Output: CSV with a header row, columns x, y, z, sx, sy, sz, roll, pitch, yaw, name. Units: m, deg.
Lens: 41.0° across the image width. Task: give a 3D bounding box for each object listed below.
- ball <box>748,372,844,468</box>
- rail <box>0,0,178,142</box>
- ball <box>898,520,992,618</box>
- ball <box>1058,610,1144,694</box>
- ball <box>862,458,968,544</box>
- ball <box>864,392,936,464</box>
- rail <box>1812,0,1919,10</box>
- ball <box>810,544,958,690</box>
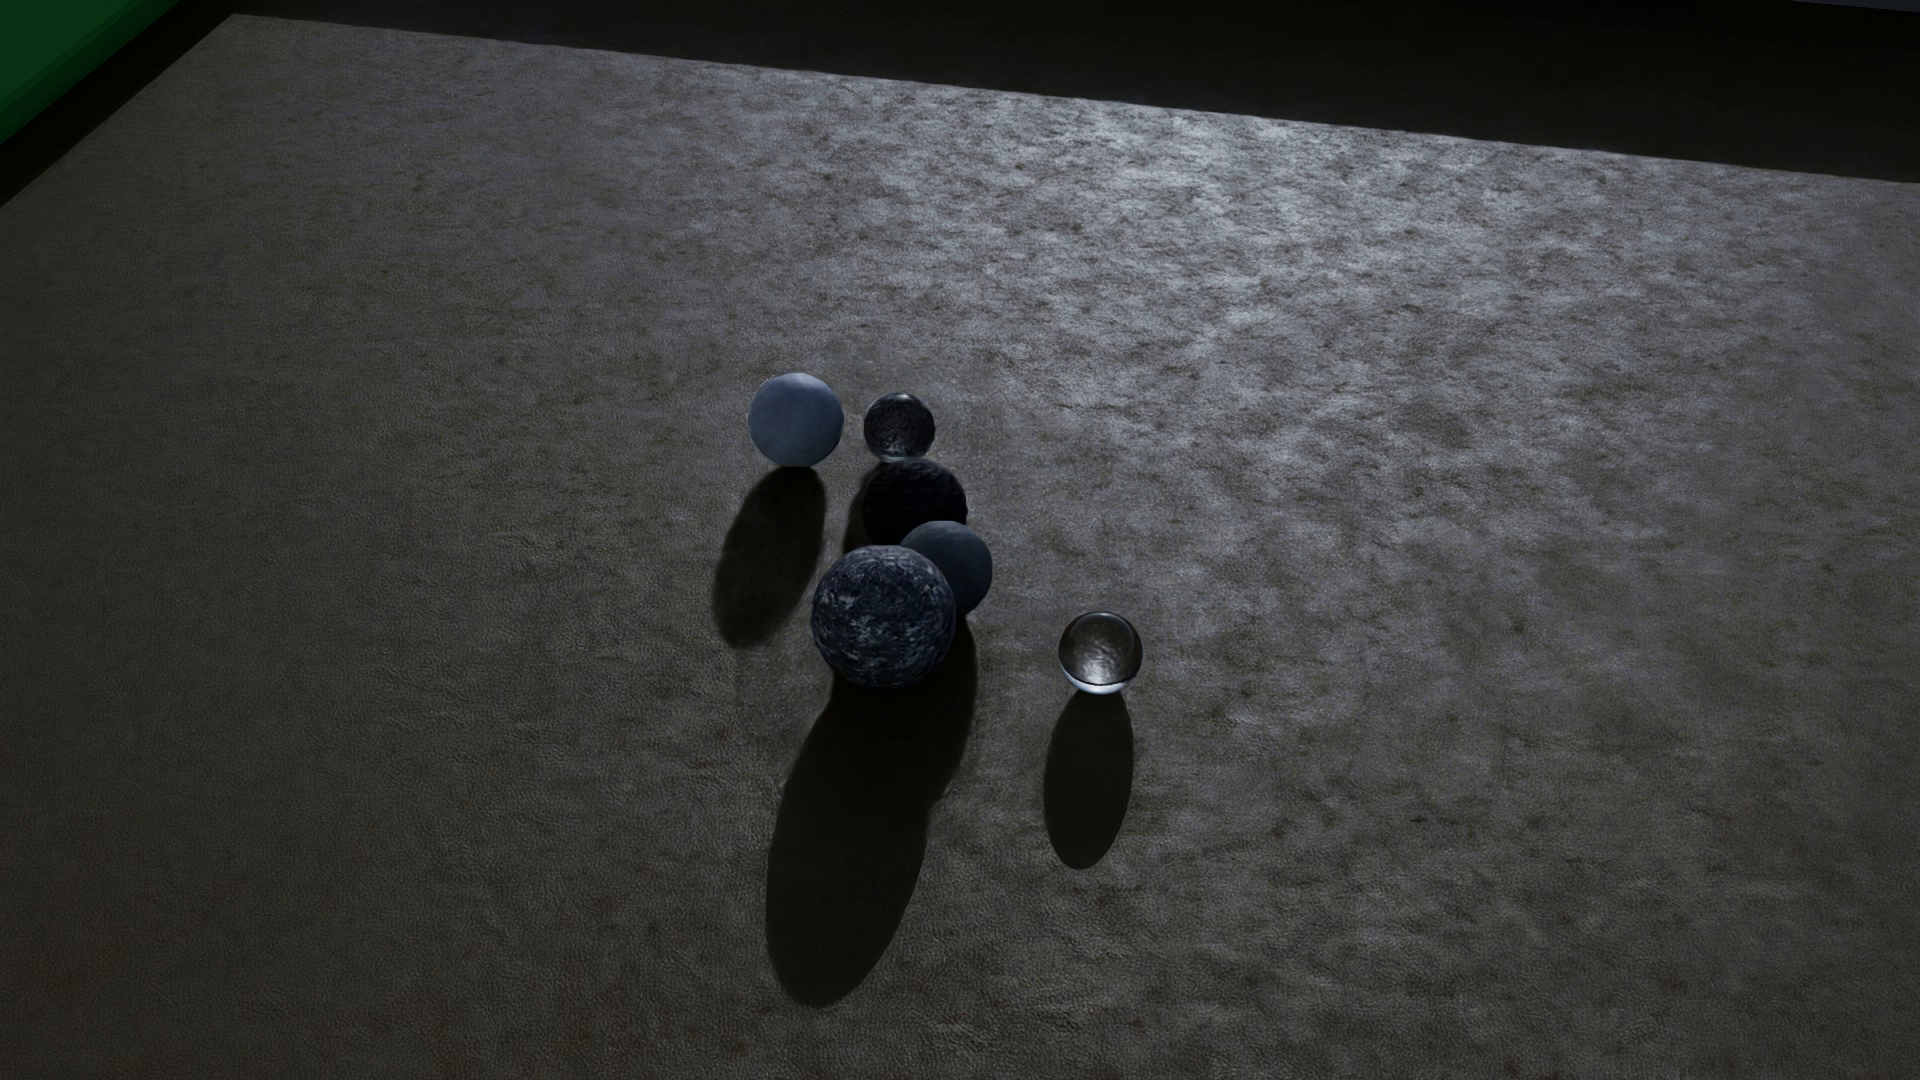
x,y,z,sx,sy,sz,roll,pitch,yaw,name
-0.126,-0.092,1.971,0.073,0.073,0.073,0,35,0,ball
-1.011,-0.163,2.025,0.045,0.129,2.503,8,35,11,rail
-0.012,0.021,1.811,0.071,0.071,0.071,0,35,0,ball
0.095,0.076,1.743,0.058,0.058,0.058,0,35,0,ball
-0.033,-0.021,1.868,0.077,0.077,0.077,0,35,0,ball
-0.047,-0.086,1.981,0.056,0.056,0.056,0,35,0,ball
1.322,-0.559,2.602,4.256,0.129,0.045,8,35,11,rail
-0.052,0.052,1.741,0.099,0.099,0.099,0,35,0,ball
